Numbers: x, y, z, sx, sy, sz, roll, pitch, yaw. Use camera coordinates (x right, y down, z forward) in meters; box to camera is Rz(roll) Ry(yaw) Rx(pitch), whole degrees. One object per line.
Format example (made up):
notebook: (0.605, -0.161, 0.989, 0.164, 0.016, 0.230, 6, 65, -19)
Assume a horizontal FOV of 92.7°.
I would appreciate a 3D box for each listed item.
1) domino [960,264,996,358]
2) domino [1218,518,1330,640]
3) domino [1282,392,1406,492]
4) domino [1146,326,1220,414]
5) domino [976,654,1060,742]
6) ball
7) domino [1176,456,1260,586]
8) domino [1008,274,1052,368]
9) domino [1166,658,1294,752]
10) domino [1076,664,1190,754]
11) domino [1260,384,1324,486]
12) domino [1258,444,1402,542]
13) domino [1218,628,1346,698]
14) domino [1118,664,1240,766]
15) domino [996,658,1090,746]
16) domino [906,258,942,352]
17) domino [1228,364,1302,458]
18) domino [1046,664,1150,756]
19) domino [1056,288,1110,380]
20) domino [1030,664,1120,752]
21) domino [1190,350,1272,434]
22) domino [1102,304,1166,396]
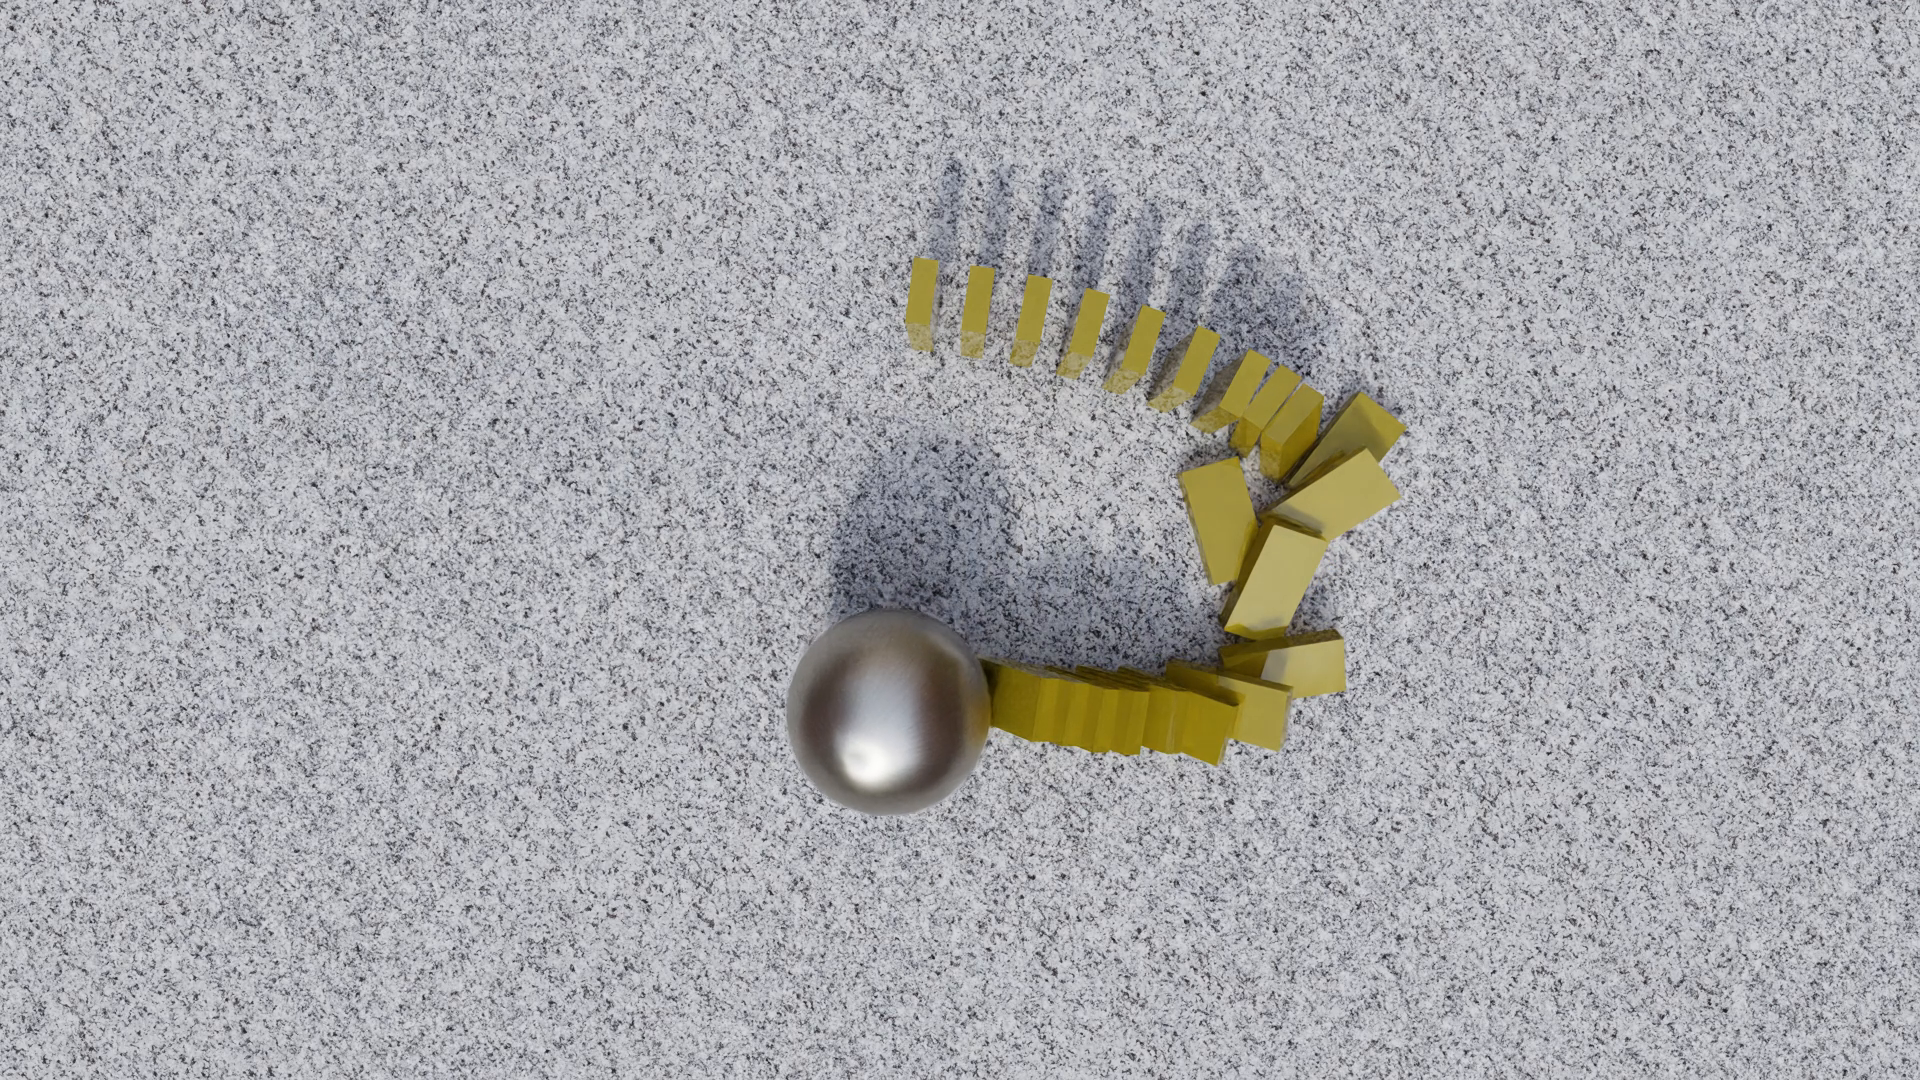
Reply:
domino: (0.007, -0.092, 0.375, 0.009, 0.050, 0.025, 9, 90, 0)
domino: (0.132, 0.018, 0.386, 0.025, 0.010, 0.050, 17, 109, -7)
domino: (0.165, -0.036, 0.395, 0.025, 0.010, 0.050, 38, 90, 0)
domino: (0.090, -0.069, 0.375, 0.009, 0.050, 0.025, 23, 90, 0)
domino: (0.018, 0.064, 0.377, 0.010, 0.050, 0.025, 9, 90, -38)
ball: (-0.028, 0.066, 0.360, 0.080, 0.080, 0.080, 0, 90, 0)
domino: (0.113, -0.008, 0.395, 0.025, 0.009, 0.050, -16, 90, 0)
domino: (0.028, -0.088, 0.375, 0.010, 0.050, 0.025, 12, 90, 0)
domino: (0.110, 0.068, 0.381, 0.050, 0.009, 0.025, 11, 102, 32)
domino: (0.069, 0.069, 0.379, 0.050, 0.009, 0.025, 9, 90, 45)
domino: (0.135, -0.042, 0.375, 0.010, 0.050, 0.025, 41, 90, 22)
domino: (0.154, -0.015, 0.385, 0.050, 0.010, 0.025, -36, 95, 19)
domino: (0.137, 0.055, 0.390, 0.050, 0.010, 0.025, -10, 111, 4)
domino: (0.087, 0.072, 0.382, 0.050, 0.010, 0.025, 17, 96, 30)
domino: (0.030, 0.066, 0.377, 0.009, 0.050, 0.025, 9, 90, -38)
domino: (-0.015, -0.095, 0.375, 0.010, 0.050, 0.025, 8, 90, 0)
domino: (0.124, -0.051, 0.375, 0.009, 0.050, 0.025, 38, 90, 13)
domino: (0.054, 0.069, 0.377, 0.010, 0.050, 0.025, 9, 90, -38)
domino: (0.049, -0.083, 0.375, 0.010, 0.050, 0.025, 16, 90, 0)
domino: (0.042, 0.068, 0.377, 0.009, 0.050, 0.025, 9, 90, -38)
domino: (0.110, -0.060, 0.375, 0.010, 0.050, 0.025, 28, 90, 2)
domino: (0.070, -0.077, 0.375, 0.010, 0.050, 0.025, 19, 90, 0)
